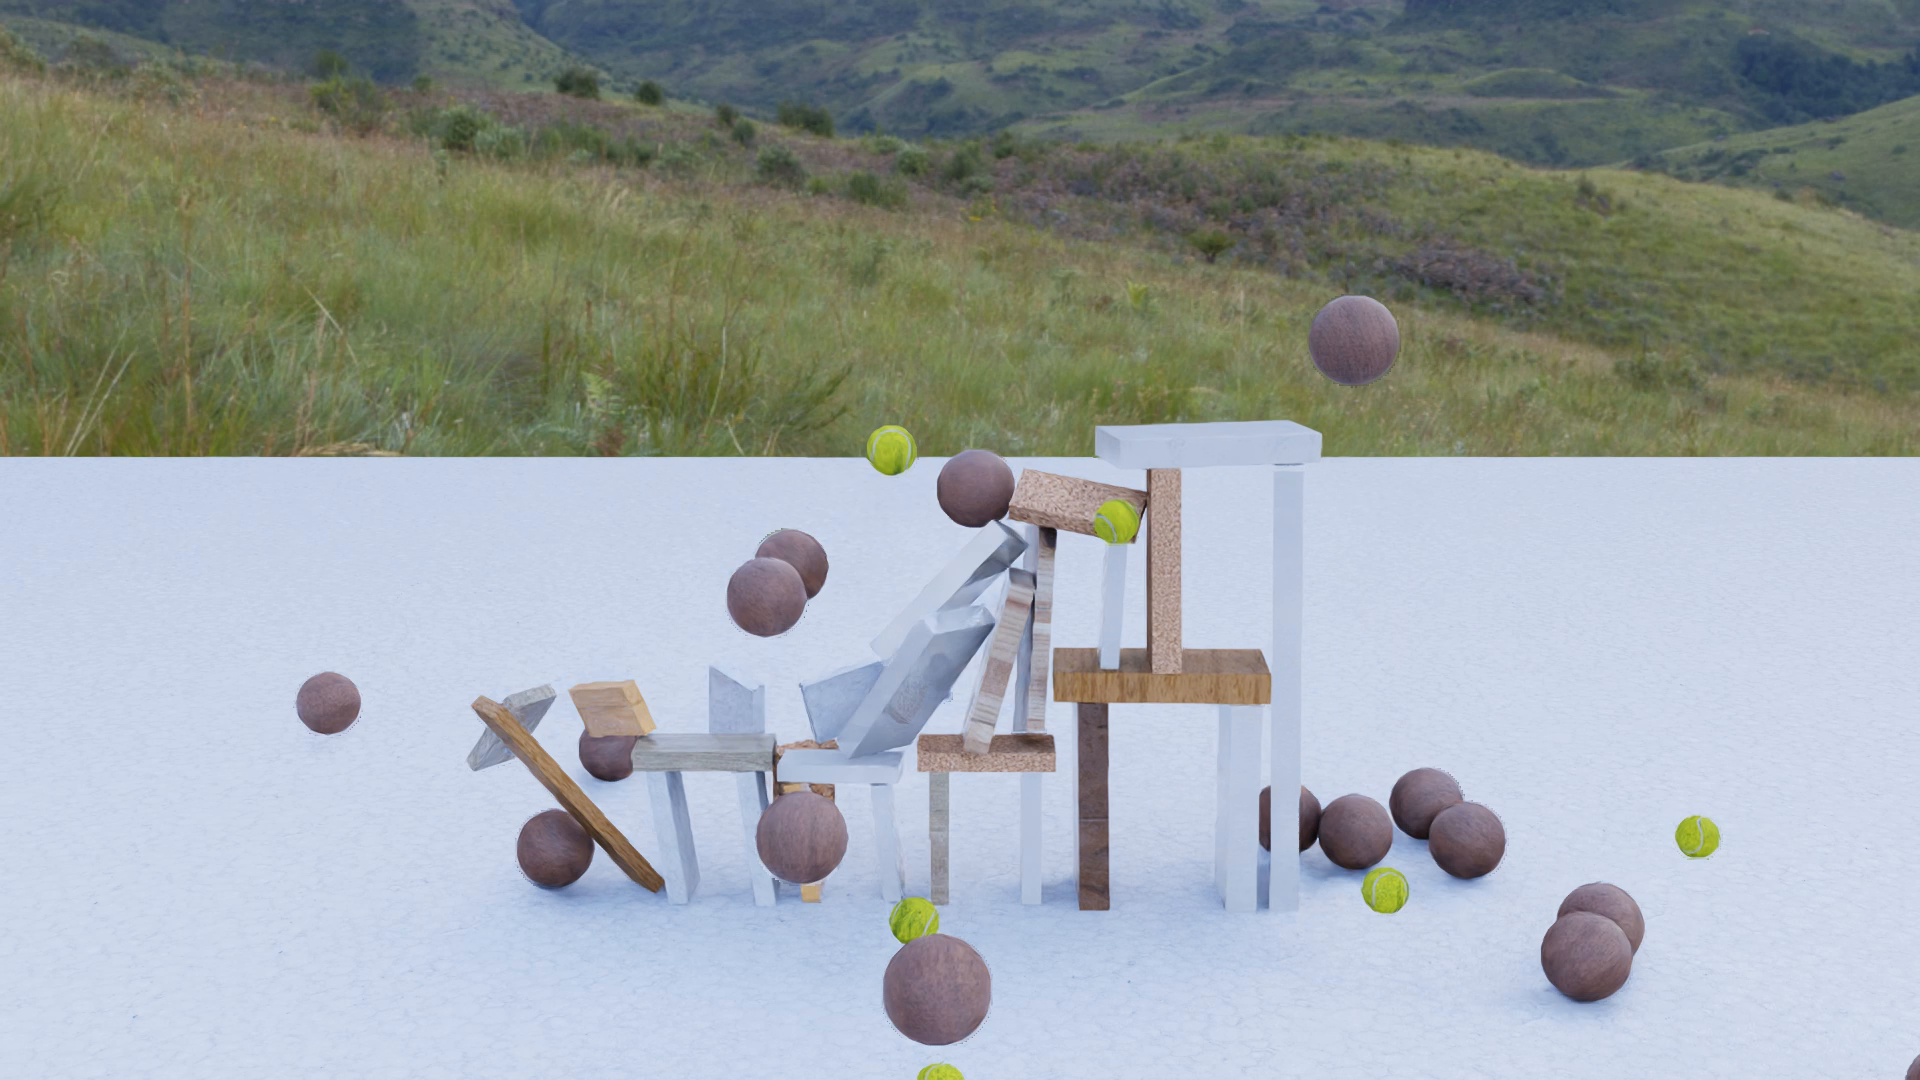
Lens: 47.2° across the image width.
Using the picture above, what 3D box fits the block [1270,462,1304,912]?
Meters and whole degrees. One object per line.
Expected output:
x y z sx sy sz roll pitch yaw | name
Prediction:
0.534 0.232 3.593 0.047 0.727 0.165 1 12 9 | block

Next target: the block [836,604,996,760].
-0.073 0.233 3.596 0.142 0.314 0.040 -9 53 -44 | block

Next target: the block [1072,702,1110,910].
0.216 0.418 3.644 0.049 0.347 0.174 -1 11 0 | block

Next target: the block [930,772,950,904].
-0.033 0.478 3.651 0.032 0.226 0.113 0 11 0 | block

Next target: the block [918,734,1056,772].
0.043 0.352 3.627 0.226 0.032 0.113 0 11 0 | block

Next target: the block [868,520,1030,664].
-0.016 0.088 3.575 0.040 0.284 0.142 46 7 15 | block

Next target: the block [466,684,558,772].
-0.756 0.316 3.702 0.091 0.182 0.026 -16 61 -49 | block

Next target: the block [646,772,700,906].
-0.475 0.477 3.648 0.032 0.227 0.113 -8 10 5 | block

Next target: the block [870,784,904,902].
-0.120 0.490 3.655 0.028 0.200 0.100 -6 10 3 | block

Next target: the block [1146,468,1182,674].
0.330 0.037 3.565 0.047 0.330 0.165 -1 11 2 | block

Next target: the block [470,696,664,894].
-0.638 0.419 3.601 0.026 0.441 0.091 -48 32 -19 | block

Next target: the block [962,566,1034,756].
0.061 0.196 3.593 0.040 0.284 0.142 15 11 -3 | block

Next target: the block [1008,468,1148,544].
0.191 -0.056 3.556 0.208 0.029 0.104 11 39 10 | block

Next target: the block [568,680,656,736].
-0.588 0.285 3.711 0.026 0.091 0.182 -34 17 -37 | block

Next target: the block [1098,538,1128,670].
0.248 0.096 3.580 0.029 0.208 0.104 3 11 0 | block

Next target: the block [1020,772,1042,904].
0.117 0.478 3.651 0.032 0.226 0.113 0 11 0 | block

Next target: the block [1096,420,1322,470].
0.400 -0.155 3.561 0.330 0.047 0.165 -2 11 -10 | block

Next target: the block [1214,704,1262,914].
0.458 0.421 3.628 0.049 0.347 0.174 1 11 0 | block

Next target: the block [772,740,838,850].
-0.274 0.445 3.863 0.106 0.212 0.030 -8 35 -20 | block

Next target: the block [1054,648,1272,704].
0.327 0.222 3.609 0.347 0.049 0.174 0 11 2 | block

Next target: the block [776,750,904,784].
-0.196 0.375 3.641 0.200 0.028 0.100 0 9 4 | block

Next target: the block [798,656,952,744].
-0.142 0.253 3.711 0.242 0.106 0.030 -18 19 -14 | block

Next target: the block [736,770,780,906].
-0.334 0.478 3.644 0.032 0.227 0.113 -8 10 1 | block

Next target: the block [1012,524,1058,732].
0.124 0.144 3.644 0.029 0.347 0.104 5 -7 -11 | block

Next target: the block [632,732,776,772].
-0.420 0.349 3.624 0.227 0.032 0.113 0 11 -1 | block

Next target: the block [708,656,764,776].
-0.388 0.316 3.821 0.106 0.211 0.030 28 41 31 | block

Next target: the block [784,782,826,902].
-0.258 0.489 3.658 0.028 0.200 0.100 -8 9 3 | block
